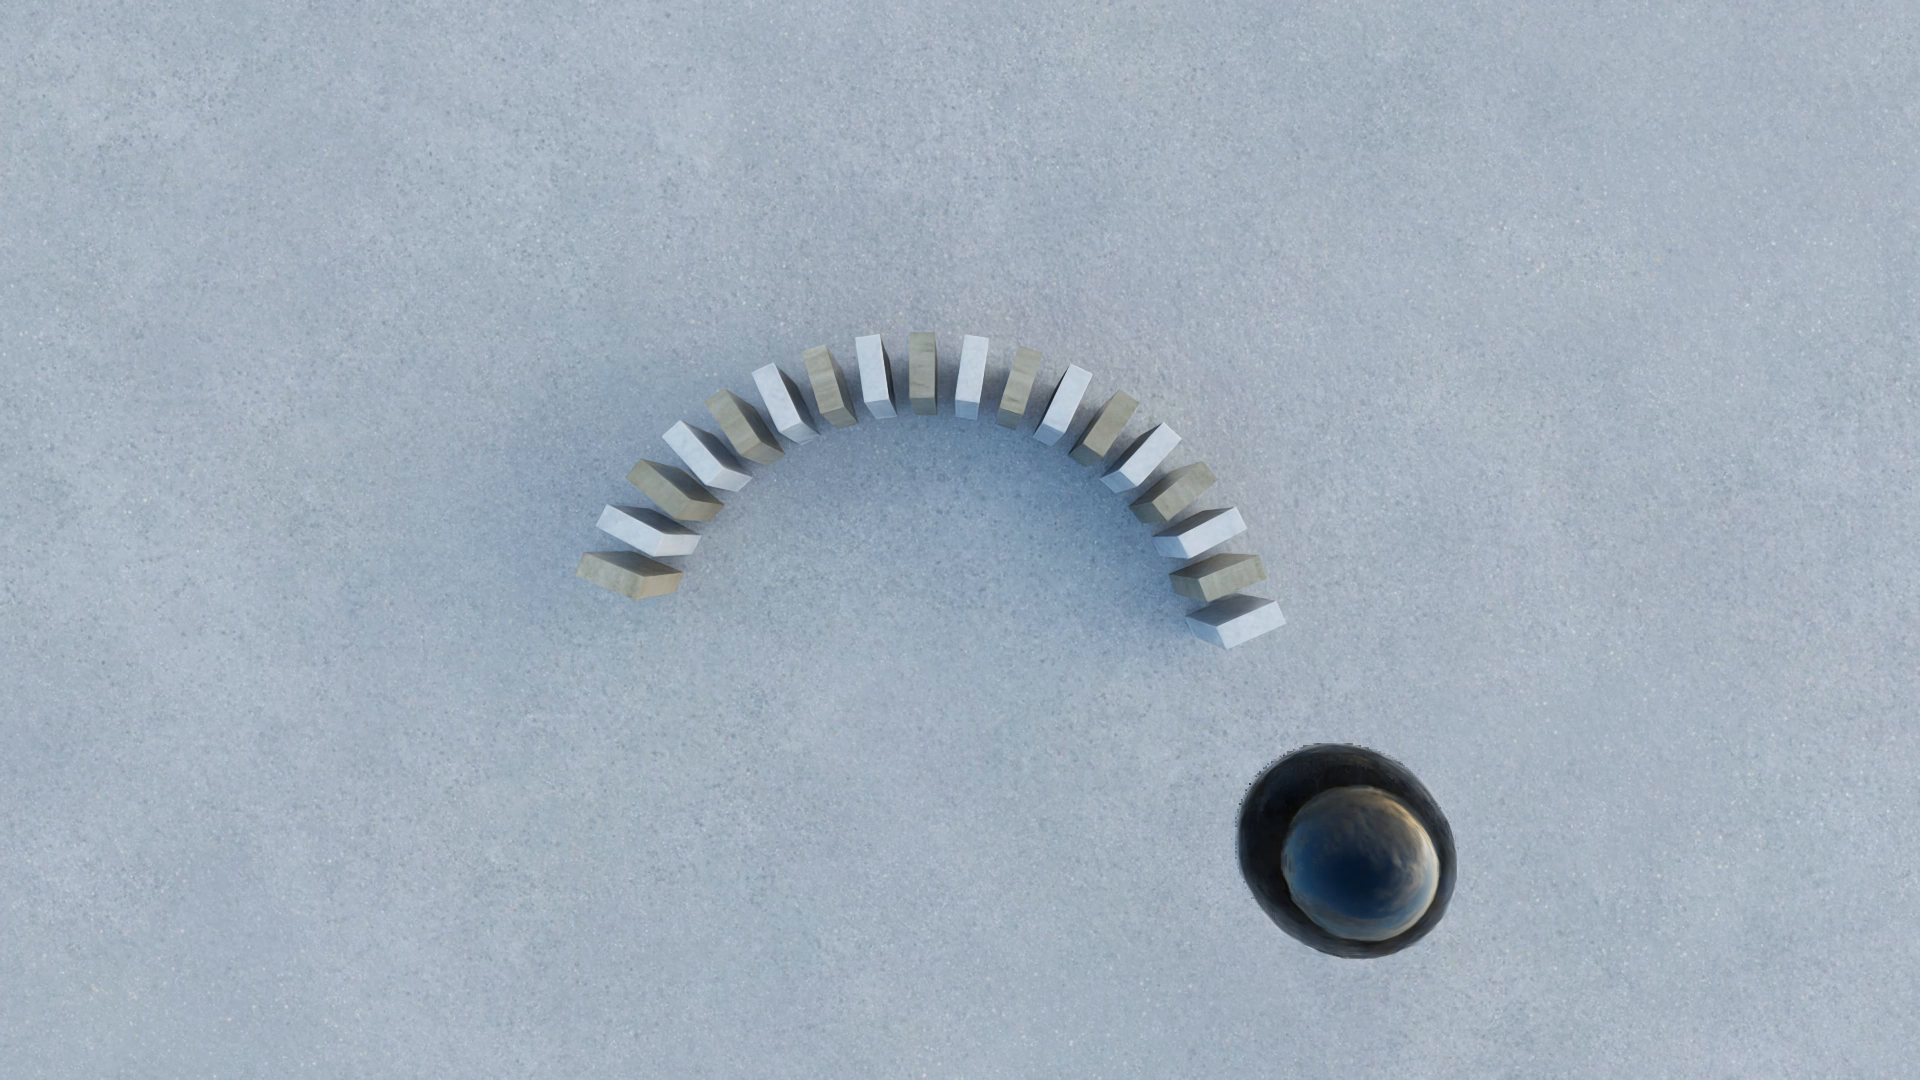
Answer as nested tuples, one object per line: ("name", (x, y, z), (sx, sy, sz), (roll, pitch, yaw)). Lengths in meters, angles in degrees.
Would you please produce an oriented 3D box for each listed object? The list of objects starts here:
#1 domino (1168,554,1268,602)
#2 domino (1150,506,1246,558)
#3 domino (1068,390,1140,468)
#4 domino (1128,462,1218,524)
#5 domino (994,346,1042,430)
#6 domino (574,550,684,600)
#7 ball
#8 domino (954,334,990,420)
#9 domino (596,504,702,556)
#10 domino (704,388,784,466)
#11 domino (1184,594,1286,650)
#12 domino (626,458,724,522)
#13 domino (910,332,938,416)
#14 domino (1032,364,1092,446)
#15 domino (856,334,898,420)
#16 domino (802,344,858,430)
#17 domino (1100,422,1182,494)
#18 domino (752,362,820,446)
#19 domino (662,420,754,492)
("domino", (0.104, 0.015, 0.375), (0.025, 0.050, 0.009), (-22, 90, 0))
("domino", (0.097, -0.003, 0.375), (0.025, 0.050, 0.009), (-27, 90, 0))
("domino", (0.058, -0.045, 0.375), (0.010, 0.050, 0.025), (34, 90, 0))
("domino", (0.086, -0.019, 0.375), (0.025, 0.050, 0.009), (-39, 90, 0))
("domino", (0.023, -0.061, 0.375), (0.010, 0.050, 0.025), (17, 90, 0))
("domino", (-0.134, 0.014, 0.375), (0.025, 0.050, 0.010), (23, 90, 0))
("ball", (0.150, 0.121, 0.360), (0.080, 0.080, 0.080), (0, 90, 0))
("domino", (0.005, -0.065, 0.375), (0.010, 0.050, 0.025), (8, 90, 0))
("domino", (-0.126, -0.004, 0.375), (0.025, 0.050, 0.010), (28, 90, 0))
("domino", (-0.087, -0.045, 0.375), (0.010, 0.050, 0.025), (-34, 90, 0))
("domino", (0.111, 0.033, 0.375), (0.025, 0.050, 0.009), (-24, 90, 0))
("domino", (-0.115, -0.020, 0.375), (0.025, 0.050, 0.010), (40, 90, 0))
("domino", (-0.015, -0.067, 0.375), (0.010, 0.050, 0.025), (0, 90, 0))
("domino", (0.041, -0.054, 0.375), (0.009, 0.050, 0.025), (25, 90, 0))
("domino", (-0.034, -0.066, 0.375), (0.009, 0.050, 0.025), (-8, 90, 0))
("domino", (-0.052, -0.061, 0.375), (0.010, 0.050, 0.025), (-17, 90, 0))
("domino", (0.073, -0.033, 0.375), (0.010, 0.050, 0.025), (43, 90, 0))
("domino", (-0.070, -0.055, 0.375), (0.009, 0.050, 0.025), (-25, 90, 0))
("domino", (-0.102, -0.033, 0.375), (0.009, 0.050, 0.025), (-42, 90, 0))
